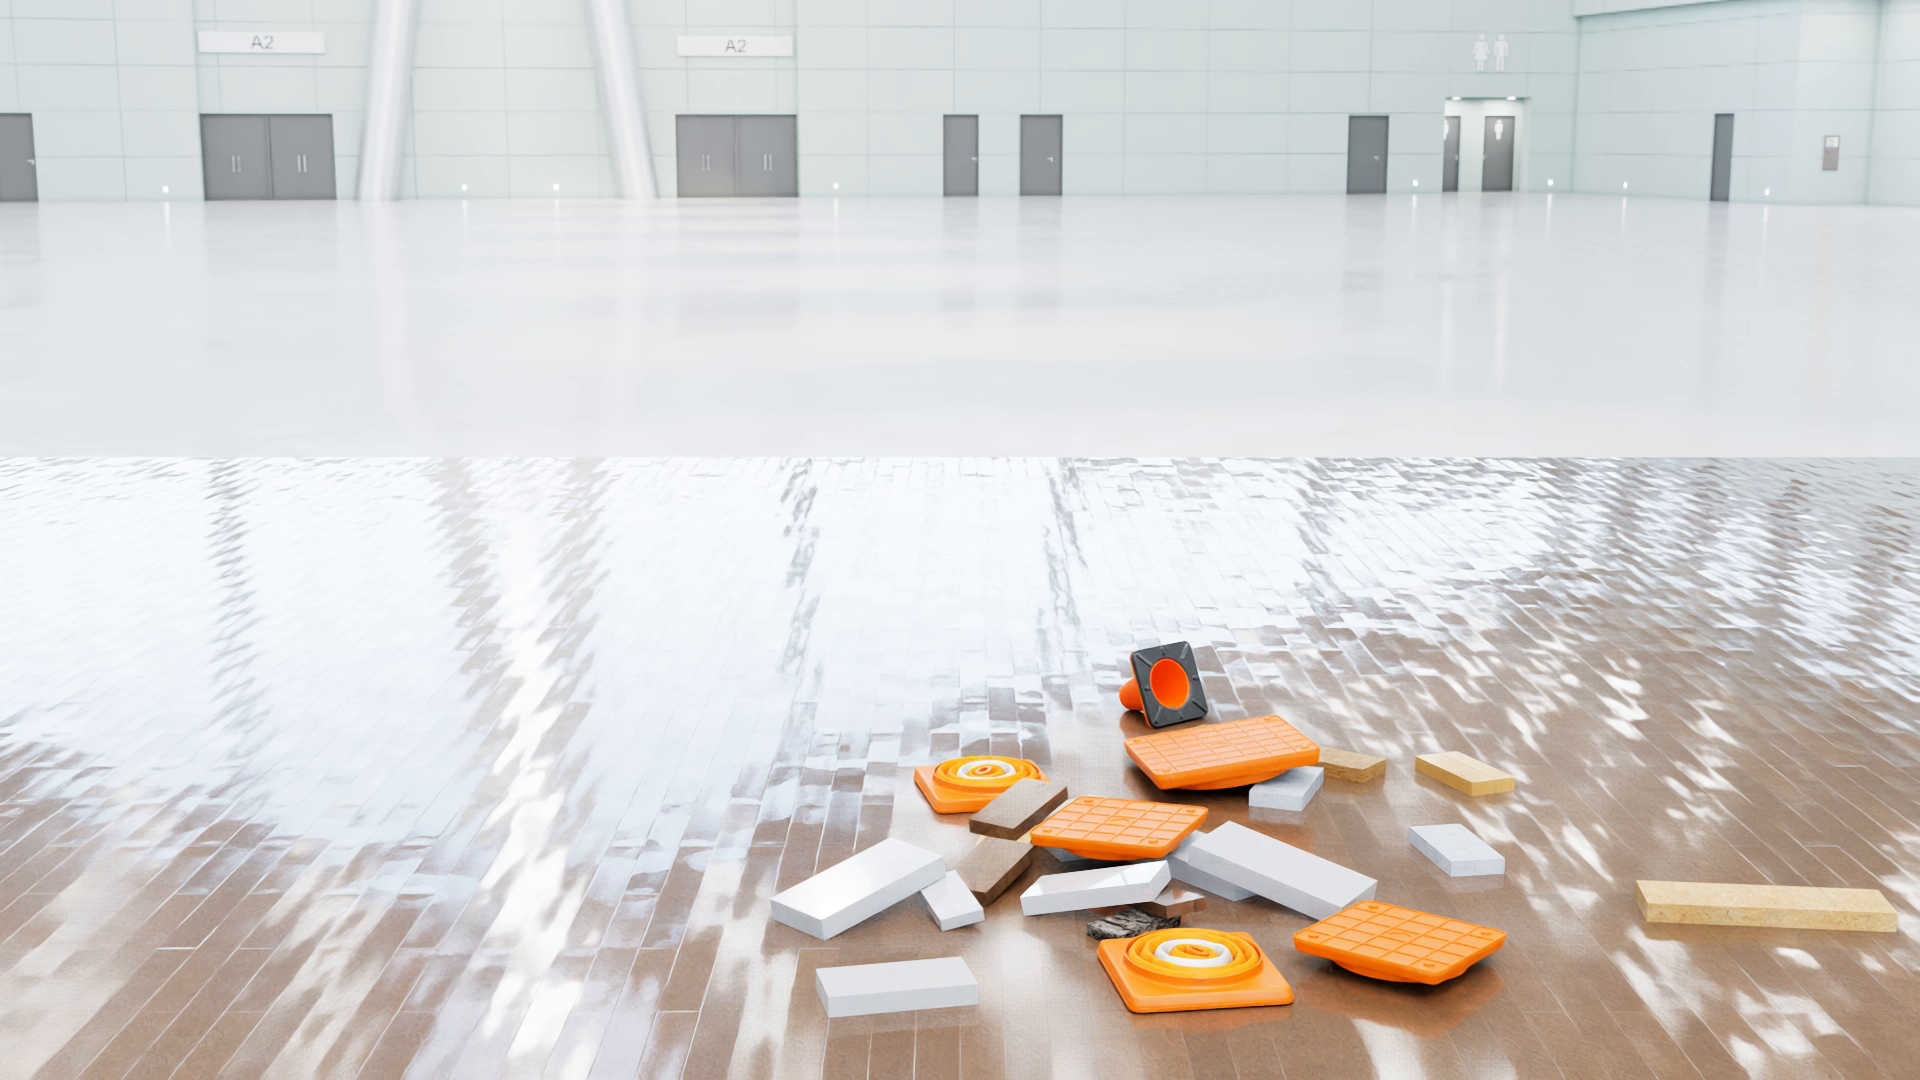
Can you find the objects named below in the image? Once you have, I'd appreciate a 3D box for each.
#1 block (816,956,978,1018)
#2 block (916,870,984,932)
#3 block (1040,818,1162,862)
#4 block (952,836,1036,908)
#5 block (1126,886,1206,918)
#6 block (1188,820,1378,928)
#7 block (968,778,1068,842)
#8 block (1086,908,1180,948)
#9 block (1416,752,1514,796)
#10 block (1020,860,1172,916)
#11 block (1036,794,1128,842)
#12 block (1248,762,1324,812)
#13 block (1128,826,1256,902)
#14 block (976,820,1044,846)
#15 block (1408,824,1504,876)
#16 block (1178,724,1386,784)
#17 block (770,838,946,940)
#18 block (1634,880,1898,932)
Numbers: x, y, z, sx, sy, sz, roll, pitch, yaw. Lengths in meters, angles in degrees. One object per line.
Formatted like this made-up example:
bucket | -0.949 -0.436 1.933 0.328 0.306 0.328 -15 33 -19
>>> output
block | -0.093 0.656 3.230 0.221 0.031 0.111 -2 11 -13
block | -0.018 0.584 3.565 0.072 0.020 0.143 -13 21 -15
block | 0.255 0.532 3.906 0.202 0.029 0.101 -4 11 -19
block | 0.045 0.557 3.699 0.093 0.026 0.185 6 21 27
block | 0.327 0.578 3.520 0.072 0.020 0.143 -8 3 -24
block | 0.531 0.549 3.629 0.280 0.037 0.131 20 23 32
block | 0.105 0.479 3.915 0.093 0.026 0.185 8 22 32
block | 0.277 0.612 3.496 0.143 0.020 0.072 -10 14 -43
block | 0.988 0.457 4.310 0.097 0.027 0.193 -4 11 -21
block | 0.221 0.566 3.573 0.221 0.031 0.111 -11 6 22
block | 0.197 0.509 4.025 0.202 0.029 0.101 -8 13 -37
block | 0.628 0.473 4.221 0.101 0.029 0.202 4 11 20
block | 0.425 0.552 3.770 0.131 0.037 0.262 -8 13 -37
block | 0.087 0.521 3.877 0.093 0.026 0.185 0 19 12
block | 0.868 0.542 3.852 0.097 0.027 0.193 -2 11 -10
block | 0.648 0.430 4.454 0.424 0.027 0.097 8 13 38
block | -0.164 0.565 3.578 0.262 0.037 0.131 -22 22 -39
block | 1.303 0.593 3.567 0.385 0.031 0.111 1 11 7
